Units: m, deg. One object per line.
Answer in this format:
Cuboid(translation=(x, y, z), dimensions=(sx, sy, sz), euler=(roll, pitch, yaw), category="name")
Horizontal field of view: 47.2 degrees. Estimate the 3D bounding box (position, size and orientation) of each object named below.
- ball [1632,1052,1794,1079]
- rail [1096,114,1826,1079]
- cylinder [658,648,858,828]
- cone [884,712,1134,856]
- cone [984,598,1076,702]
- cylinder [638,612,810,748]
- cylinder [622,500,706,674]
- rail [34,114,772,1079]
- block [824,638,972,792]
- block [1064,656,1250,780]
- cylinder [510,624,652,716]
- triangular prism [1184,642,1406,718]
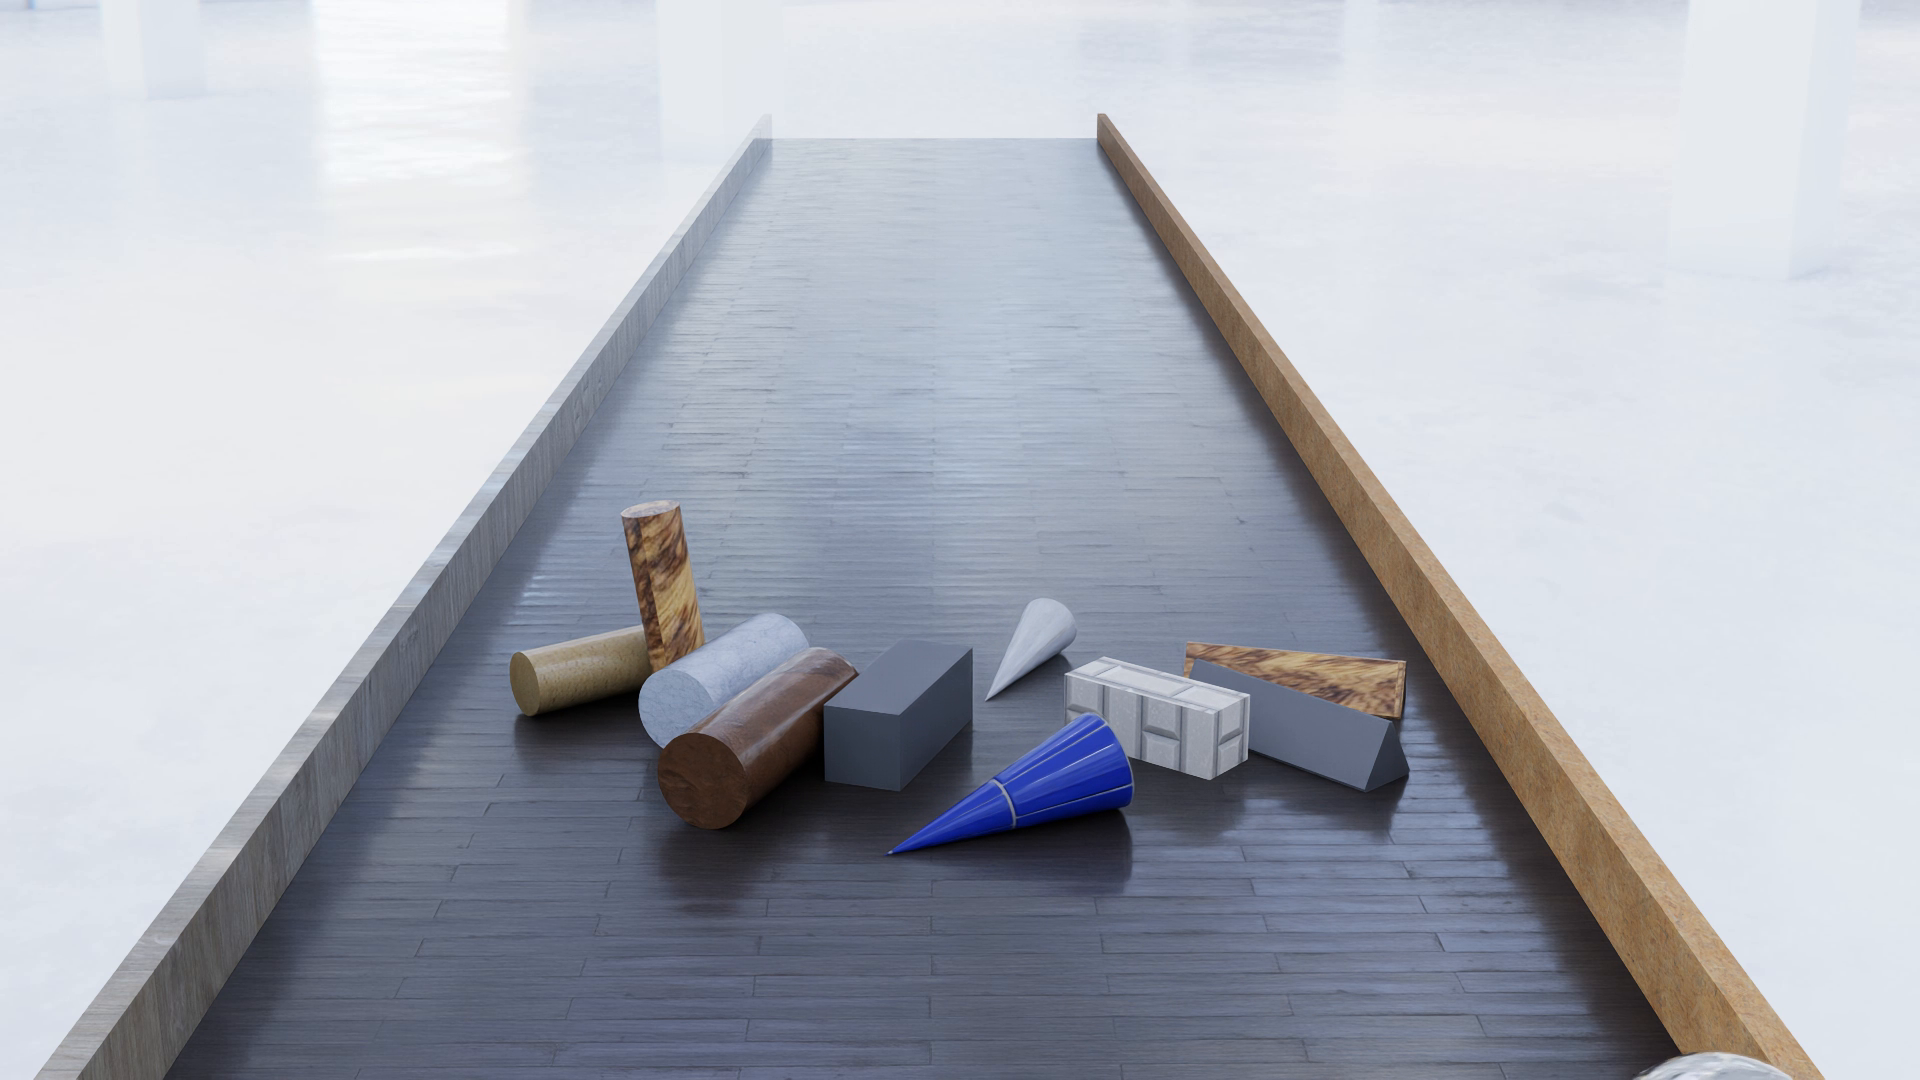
Cuboid(translation=(0.830, 0.698, 2.400), dimensions=(0.273, 0.273, 0.273), euler=(0, 17, 0), category="ball")
Cuboid(translation=(0.932, -0.844, 7.801), dimensions=(0.050, 0.150, 12.000), euler=(0, 17, -1), category="rail")
Cuboid(translation=(-0.336, 0.335, 3.805), dimensions=(0.169, 0.169, 0.455), euler=(7, 18, 21), category="cylinder")
Cuboid(translation=(0.060, 0.437, 3.607), dimensions=(0.426, 0.172, 0.172), euler=(-21, 24, -23), category="cone")
Cuboid(translation=(0.114, 0.240, 4.318), dimensions=(0.119, 0.119, 0.323), euler=(8, 29, 24), category="cone")
Cuboid(translation=(-0.429, 0.262, 4.061), dimensions=(0.163, 0.163, 0.348), euler=(8, 18, 24), category="cylinder")
Cuboid(translation=(-0.548, 0.122, 4.134), dimensions=(0.110, 0.377, 0.110), euler=(-8, 15, 2), category="cylinder")
Cuboid(translation=(-1.118, -0.838, 7.780), dimensions=(0.050, 0.150, 12.000), euler=(0, 17, -1), category="rail")
Cuboid(translation=(-0.106, 0.308, 3.945), dimensions=(0.140, 0.140, 0.371), euler=(6, 18, 19), category="block")
Cuboid(translation=(0.351, 0.317, 3.947), dimensions=(0.316, 0.123, 0.123), euler=(13, 21, 37), category="block")
Cuboid(translation=(-0.675, 0.239, 4.207), dimensions=(0.348, 0.123, 0.123), euler=(-12, 21, -36), category="cylinder")
Cuboid(translation=(0.637, 0.257, 4.190), dimensions=(0.414, 0.094, 0.109), euler=(5, 17, 15), category="triangular prism")
